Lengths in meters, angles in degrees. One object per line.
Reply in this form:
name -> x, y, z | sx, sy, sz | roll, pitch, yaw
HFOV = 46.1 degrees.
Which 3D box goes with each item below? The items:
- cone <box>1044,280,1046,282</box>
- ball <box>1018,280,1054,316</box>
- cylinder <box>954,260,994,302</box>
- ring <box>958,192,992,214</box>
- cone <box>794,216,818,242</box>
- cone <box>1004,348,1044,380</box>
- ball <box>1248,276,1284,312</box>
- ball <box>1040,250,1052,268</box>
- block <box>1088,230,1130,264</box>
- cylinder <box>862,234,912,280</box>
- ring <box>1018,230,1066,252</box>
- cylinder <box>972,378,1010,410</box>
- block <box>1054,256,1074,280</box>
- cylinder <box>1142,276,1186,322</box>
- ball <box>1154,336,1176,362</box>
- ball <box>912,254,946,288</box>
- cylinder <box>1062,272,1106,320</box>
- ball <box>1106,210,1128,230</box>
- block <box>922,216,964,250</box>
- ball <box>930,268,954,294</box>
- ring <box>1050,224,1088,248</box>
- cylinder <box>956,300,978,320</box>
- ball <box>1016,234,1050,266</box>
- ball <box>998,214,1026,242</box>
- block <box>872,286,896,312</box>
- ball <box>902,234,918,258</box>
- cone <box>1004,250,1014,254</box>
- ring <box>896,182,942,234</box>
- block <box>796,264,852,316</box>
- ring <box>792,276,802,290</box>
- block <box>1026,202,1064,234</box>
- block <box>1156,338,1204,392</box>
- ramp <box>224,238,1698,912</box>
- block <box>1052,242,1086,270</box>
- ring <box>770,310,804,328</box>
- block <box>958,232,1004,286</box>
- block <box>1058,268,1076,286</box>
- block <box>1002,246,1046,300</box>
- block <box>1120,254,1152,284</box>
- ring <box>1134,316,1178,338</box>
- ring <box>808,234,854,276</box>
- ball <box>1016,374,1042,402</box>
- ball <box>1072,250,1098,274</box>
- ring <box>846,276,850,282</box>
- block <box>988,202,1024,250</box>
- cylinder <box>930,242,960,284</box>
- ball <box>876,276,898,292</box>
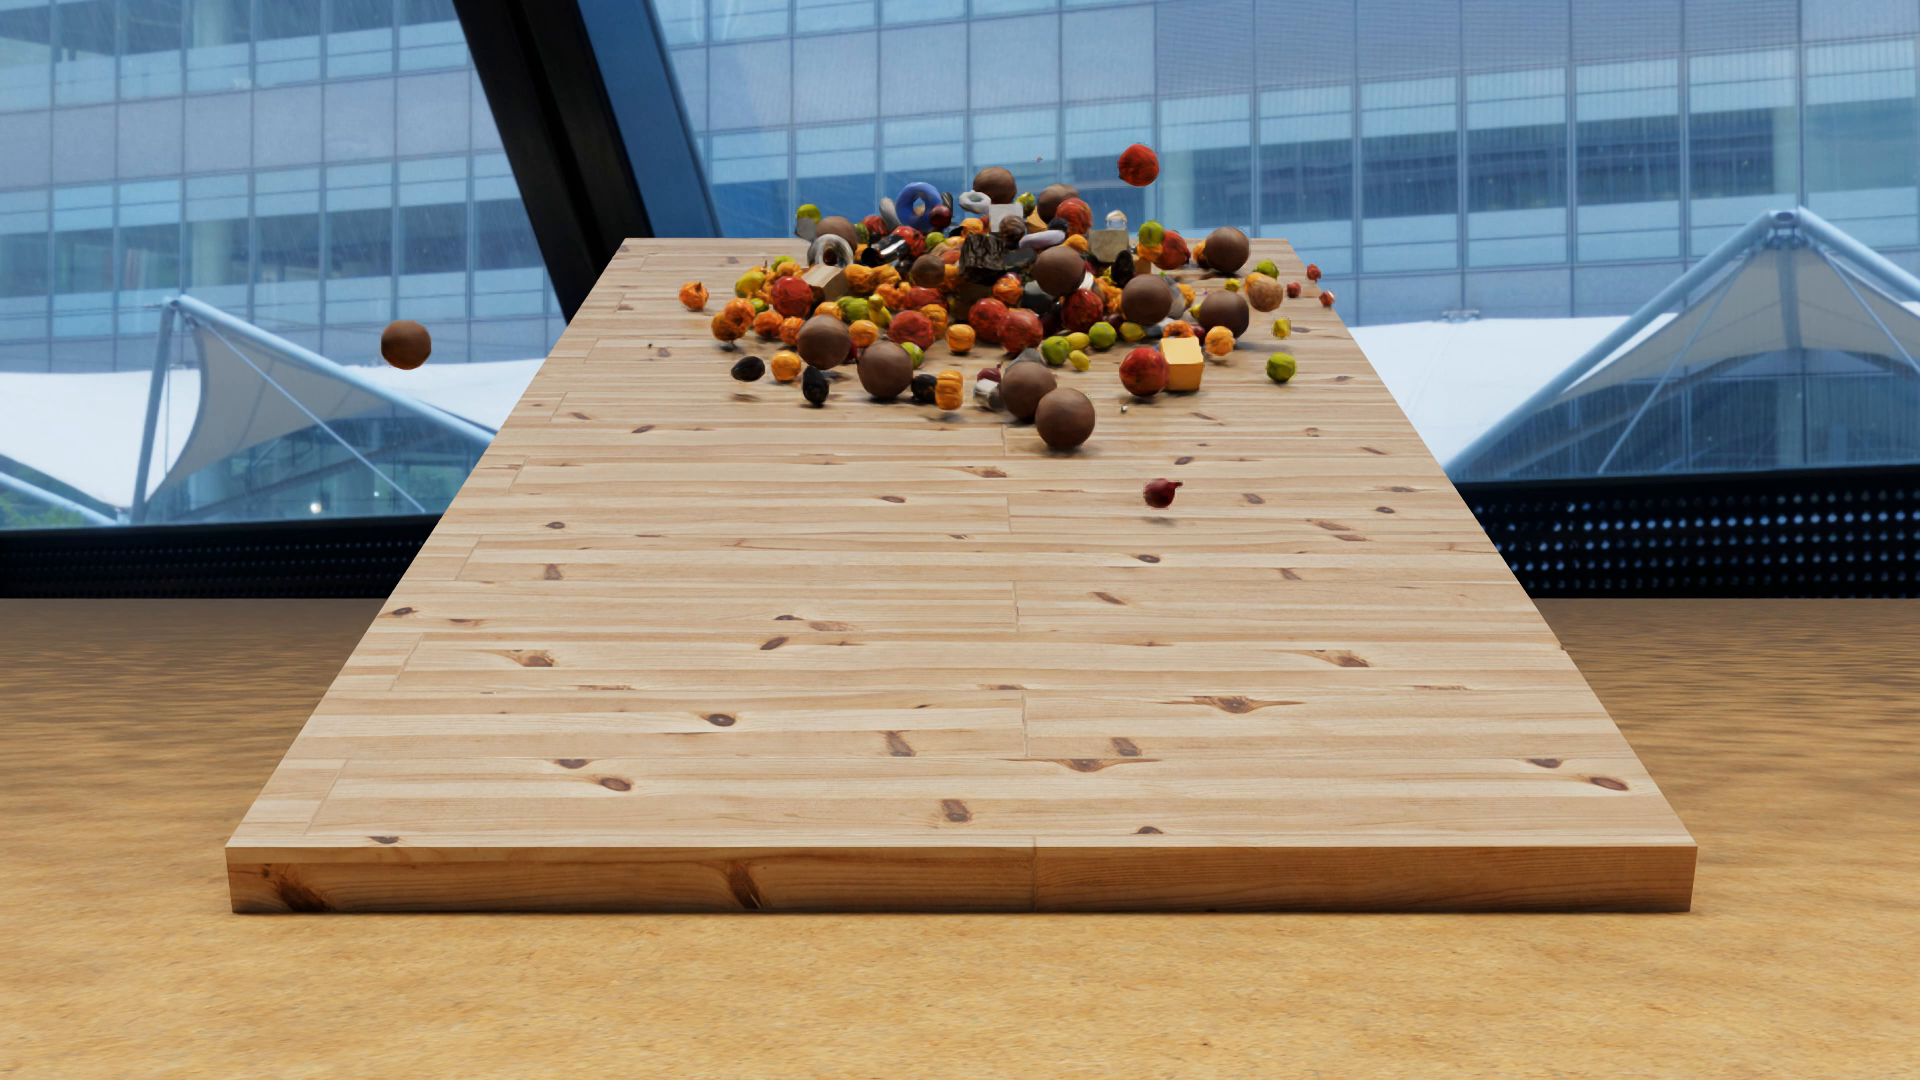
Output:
cone -> 0.199, -0.695, 6.182 | 0.053, 0.053, 0.053 | 1, -12, -37
ball -> 0.196, -0.621, 5.811 | 0.091, 0.091, 0.091 | 0, -1, 0
cylinder -> 0.037, -0.674, 5.828 | 0.093, 0.093, 0.093 | -8, 19, 3
ring -> 0.041, -0.944, 6.308 | 0.094, 0.031, 0.094 | 5, 37, -4
cone -> -0.428, -0.825, 6.044 | 0.067, 0.067, 0.067 | 1, -7, -38
cone -> 0.135, -0.402, 5.298 | 0.087, 0.087, 0.087 | -5, -5, 43
ball -> 0.757, -0.607, 5.587 | 0.088, 0.088, 0.088 | 0, -1, 0
ball -> 0.224, -0.809, 6.425 | 0.077, 0.077, 0.077 | 0, -1, 0
block -> 0.408, -0.804, 6.191 | 0.088, 0.088, 0.088 | 0, 4, -17
cylinder -> -0.200, -0.771, 6.144 | 0.096, 0.096, 0.096 | -1, 27, 48
ring -> 0.220, -0.805, 6.074 | 0.128, 0.043, 0.128 | -12, 4, 1
cylinder -> 0.070, -0.327, 5.083 | 0.060, 0.060, 0.060 | 1, 15, -37
block -> 0.303, -0.755, 6.297 | 0.058, 0.058, 0.058 | -15, 27, -36
cylinder -> 0.524, -0.616, 5.796 | 0.097, 0.097, 0.097 | 0, -13, 16
ball -> 0.504, -0.442, 5.376 | 0.083, 0.083, 0.083 | 0, -1, 0
ball -> -0.077, -0.666, 5.594 | 0.086, 0.086, 0.086 | 0, -1, 0
cylinder -> 0.324, -0.636, 5.865 | 0.088, 0.088, 0.088 | -1, -39, 32
ball -> 0.445, -0.905, 6.424 | 0.065, 0.065, 0.065 | 0, -1, 0
block -> -0.050, -0.873, 6.483 | 0.077, 0.077, 0.077 | 24, 27, 22
ball -> -0.050, -0.673, 5.859 | 0.073, 0.073, 0.073 | 0, -1, 0
ring -> 0.314, -0.866, 6.469 | 0.129, 0.043, 0.129 | 3, 37, -2
cylinder -> 0.016, -0.596, 5.852 | 0.055, 0.055, 0.055 | 0, -1, -1
ball -> 0.201, -0.794, 6.208 | 0.096, 0.096, 0.096 | 0, -1, 0
ball -> 0.142, -0.849, 6.154 | 0.077, 0.077, 0.077 | 0, -1, 0
block -> -0.202, -0.638, 5.973 | 0.054, 0.054, 0.054 | -4, 20, -13
ball -> -0.159, -0.835, 6.455 | 0.075, 0.075, 0.075 | 0, -1, 0
cone -> 0.112, -0.842, 6.579 | 0.083, 0.083, 0.083 | 1, -14, -38
ring -> -0.114, -0.937, 6.361 | 0.145, 0.145, 0.048 | -1, 7, 27
block -> -0.357, -0.655, 5.921 | 0.091, 0.091, 0.091 | 15, 47, 34
ring -> -0.417, -0.706, 6.201 | 0.092, 0.031, 0.092 | 1, 20, 0
block -> 0.251, -0.931, 6.684 | 0.080, 0.080, 0.080 | 25, -27, 21
block -> 0.509, -0.407, 5.225 | 0.087, 0.087, 0.087 | -2, -42, -6
ramp -> -0.005, -0.202, 4.968 | 2.000, 0.100, 4.000 | 0, 19, 0
block -> 0.306, -0.795, 6.383 | 0.077, 0.077, 0.077 | -4, 22, -11
ring -> -0.444, -0.570, 5.814 | 0.086, 0.029, 0.086 | 1, 24, -1
block -> 0.054, -0.710, 5.724 | 0.092, 0.092, 0.092 | 8, -21, -11
block -> 0.300, -0.692, 6.081 | 0.051, 0.051, 0.051 | -30, -9, 3
block -> 0.163, -0.695, 5.877 | 0.090, 0.090, 0.090 | -18, 32, -1
block -> 0.488, -0.753, 6.281 | 0.068, 0.068, 0.068 | -7, 21, -18
ring -> 0.495, -0.542, 5.731 | 0.111, 0.037, 0.111 | 0, 21, 0
ring -> -0.348, -0.755, 6.056 | 0.131, 0.131, 0.044 | 1, 3, -21
ball -> 0.157, -0.345, 5.135 | 0.060, 0.060, 0.060 | 0, -1, 0
ball -> 0.341, -0.754, 6.142 | 0.070, 0.070, 0.070 | 0, -1, 0
ring -> -0.355, -0.697, 6.119 | 0.112, 0.037, 0.112 | -8, 24, 4
block -> 0.129, -0.872, 6.286 | 0.092, 0.092, 0.092 | -3, -26, -2
cylinder -> -0.036, -0.737, 6.021 | 0.082, 0.082, 0.082 | 29, -13, -22
ball -> -0.198, -0.684, 6.095 | 0.061, 0.061, 0.061 | 0, -1, 0
